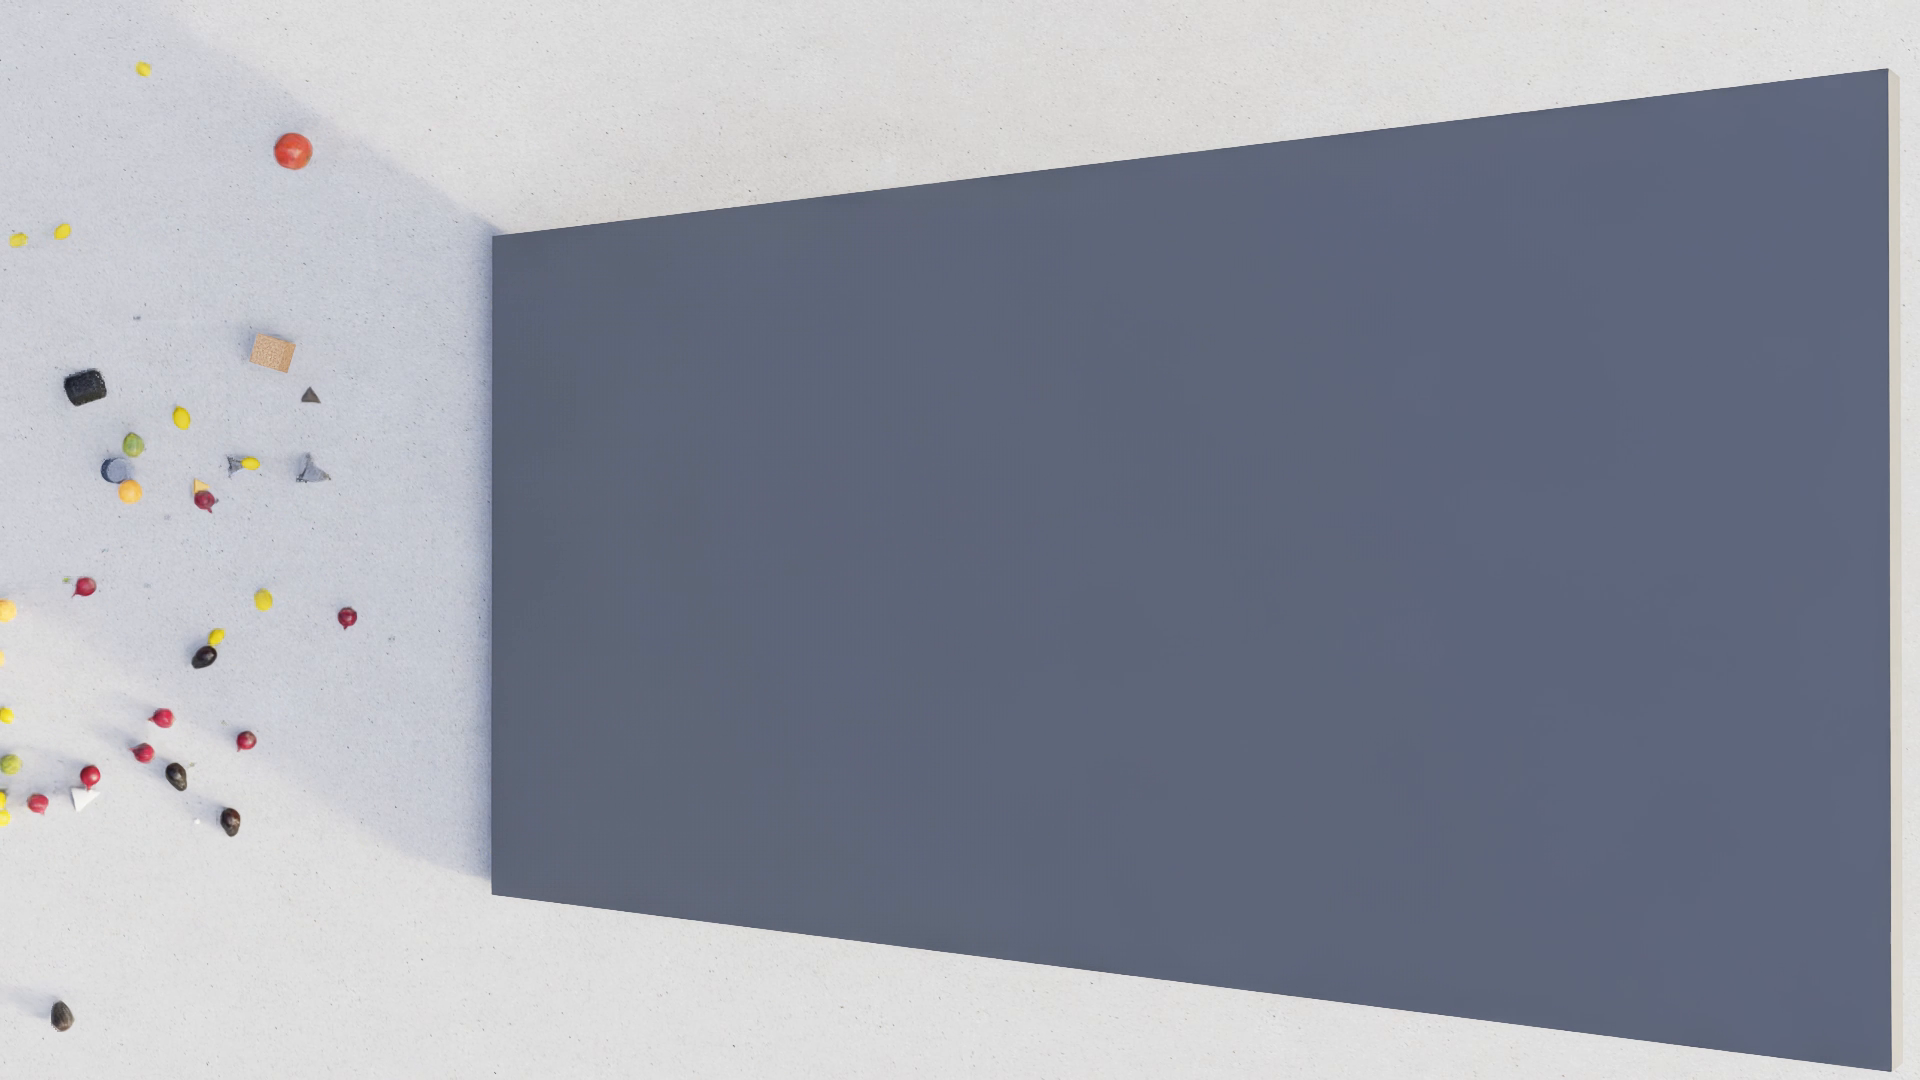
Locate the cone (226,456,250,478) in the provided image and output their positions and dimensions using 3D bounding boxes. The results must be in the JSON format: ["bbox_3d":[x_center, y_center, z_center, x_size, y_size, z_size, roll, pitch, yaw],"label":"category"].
[{"bbox_3d":[-2.210,-0.226,6.746,0.067,0.067,0.067,-7,90,-27],"label":"cone"}]

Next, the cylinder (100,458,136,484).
[{"bbox_3d":[-2.574,-0.211,6.723,0.077,0.077,0.077,0,90,0],"label":"cylinder"}]

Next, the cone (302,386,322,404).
[{"bbox_3d":[-1.984,-0.434,6.751,0.054,0.054,0.054,33,90,-27],"label":"cone"}]

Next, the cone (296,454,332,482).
[{"bbox_3d":[-1.970,-0.204,6.740,0.096,0.096,0.096,23,90,-27],"label":"cone"}]

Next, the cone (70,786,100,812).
[{"bbox_3d":[-2.673,0.782,6.735,0.084,0.084,0.084,-15,90,-27],"label":"cone"}]

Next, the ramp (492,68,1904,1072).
[{"bbox_3d":[0.244,0.068,5.569,4.000,0.100,2.000,0,89,35],"label":"ramp"}]

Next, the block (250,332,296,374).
[{"bbox_3d":[-2.099,-0.571,6.718,0.092,0.092,0.092,17,90,0],"label":"block"}]

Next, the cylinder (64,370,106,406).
[{"bbox_3d":[-2.671,-0.464,6.719,0.090,0.090,0.090,-17,90,0],"label":"cylinder"}]
